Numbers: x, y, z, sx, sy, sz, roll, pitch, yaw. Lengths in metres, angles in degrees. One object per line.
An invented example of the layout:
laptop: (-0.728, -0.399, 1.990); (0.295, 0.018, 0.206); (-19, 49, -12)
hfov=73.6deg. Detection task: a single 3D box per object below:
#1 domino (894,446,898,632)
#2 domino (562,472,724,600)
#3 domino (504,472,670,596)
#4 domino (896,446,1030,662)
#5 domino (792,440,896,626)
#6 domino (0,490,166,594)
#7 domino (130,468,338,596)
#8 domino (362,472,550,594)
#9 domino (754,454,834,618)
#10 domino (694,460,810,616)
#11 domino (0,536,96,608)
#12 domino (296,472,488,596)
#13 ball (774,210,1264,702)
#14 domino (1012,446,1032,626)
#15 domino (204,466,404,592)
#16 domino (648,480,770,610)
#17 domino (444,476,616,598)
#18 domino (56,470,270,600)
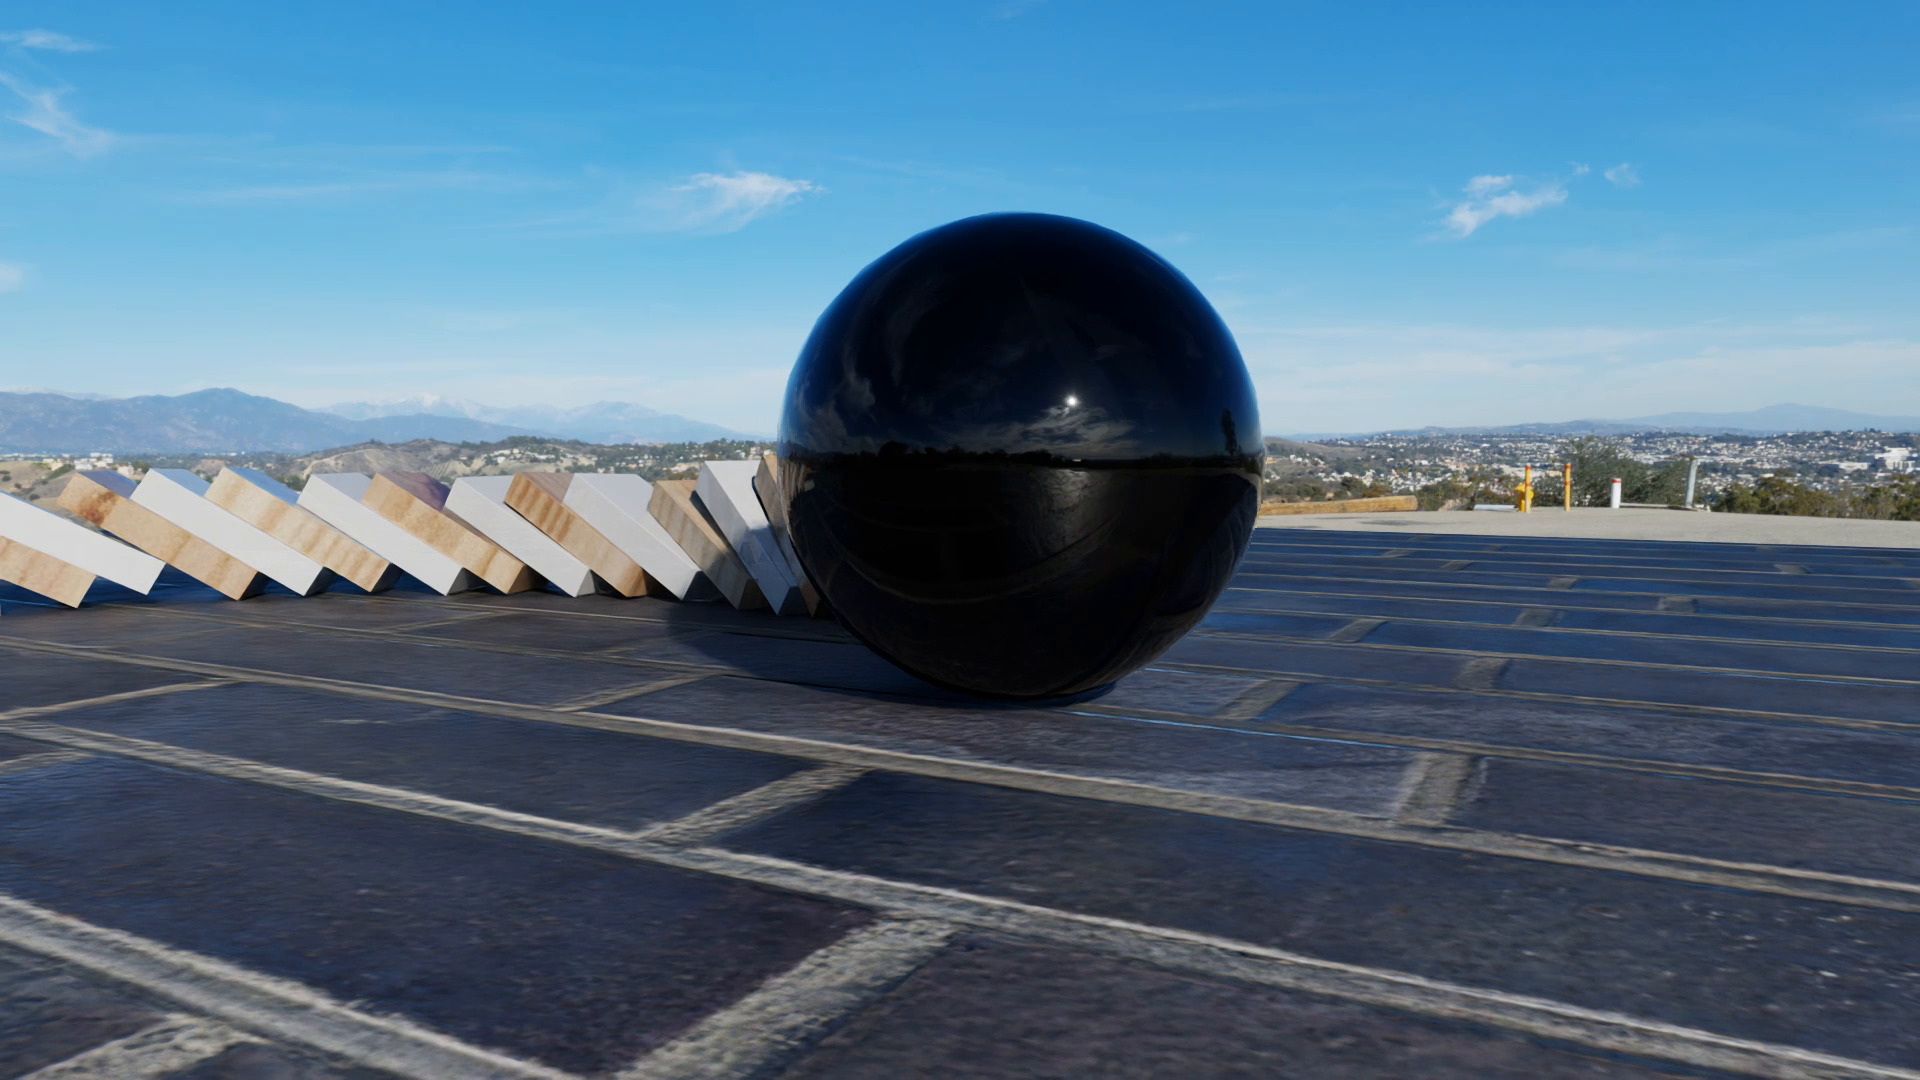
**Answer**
domino: (-0.003, -0.001, 0.305); (0.025, 0.010, 0.050); (0, 49, -4)
domino: (-0.085, -0.002, 0.360); (0.050, 0.009, 0.025); (35, 17, 22)
domino: (-0.103, -0.002, 0.367); (0.050, 0.009, 0.025); (34, 14, 18)
domino: (0.000, 0.002, 0.264); (0.025, 0.009, 0.050); (0, 49, -3)
domino: (-0.021, -0.003, 0.315); (0.025, 0.050, 0.009); (-3, -37, -31)
domino: (-0.237, -0.001, 0.337); (0.050, 0.010, 0.025); (31, -15, -28)
domino: (-0.201, -0.002, 0.360); (0.050, 0.010, 0.025); (33, -4, -12)
domino: (-0.144, -0.003, 0.372); (0.050, 0.009, 0.025); (32, 6, 4)
domino: (-0.033, -0.002, 0.328); (0.025, 0.010, 0.050); (-1, 44, -31)
domino: (-0.047, -0.002, 0.338); (0.025, 0.009, 0.050); (-4, 43, -41)
domino: (-0.249, 0.001, 0.326); (0.050, 0.009, 0.025); (32, -16, -31)
domino: (-0.162, -0.002, 0.372); (0.050, 0.009, 0.025); (31, 6, 2)
ball: (0.010, -0.013, 0.213); (0.080, 0.080, 0.080); (0, 4, 0)
domino: (0.001, 0.001, 0.278); (0.025, 0.009, 0.050); (0, 49, -3)
domino: (-0.185, -0.003, 0.366); (0.050, 0.009, 0.025); (33, -4, -9)
domino: (-0.062, 0.000, 0.350); (0.025, 0.010, 0.050); (-4, 35, -44)
domino: (-0.121, -0.002, 0.372); (0.050, 0.009, 0.025); (32, 14, 14)
domino: (-0.217, -0.002, 0.354); (0.050, 0.010, 0.025); (33, -4, -15)
